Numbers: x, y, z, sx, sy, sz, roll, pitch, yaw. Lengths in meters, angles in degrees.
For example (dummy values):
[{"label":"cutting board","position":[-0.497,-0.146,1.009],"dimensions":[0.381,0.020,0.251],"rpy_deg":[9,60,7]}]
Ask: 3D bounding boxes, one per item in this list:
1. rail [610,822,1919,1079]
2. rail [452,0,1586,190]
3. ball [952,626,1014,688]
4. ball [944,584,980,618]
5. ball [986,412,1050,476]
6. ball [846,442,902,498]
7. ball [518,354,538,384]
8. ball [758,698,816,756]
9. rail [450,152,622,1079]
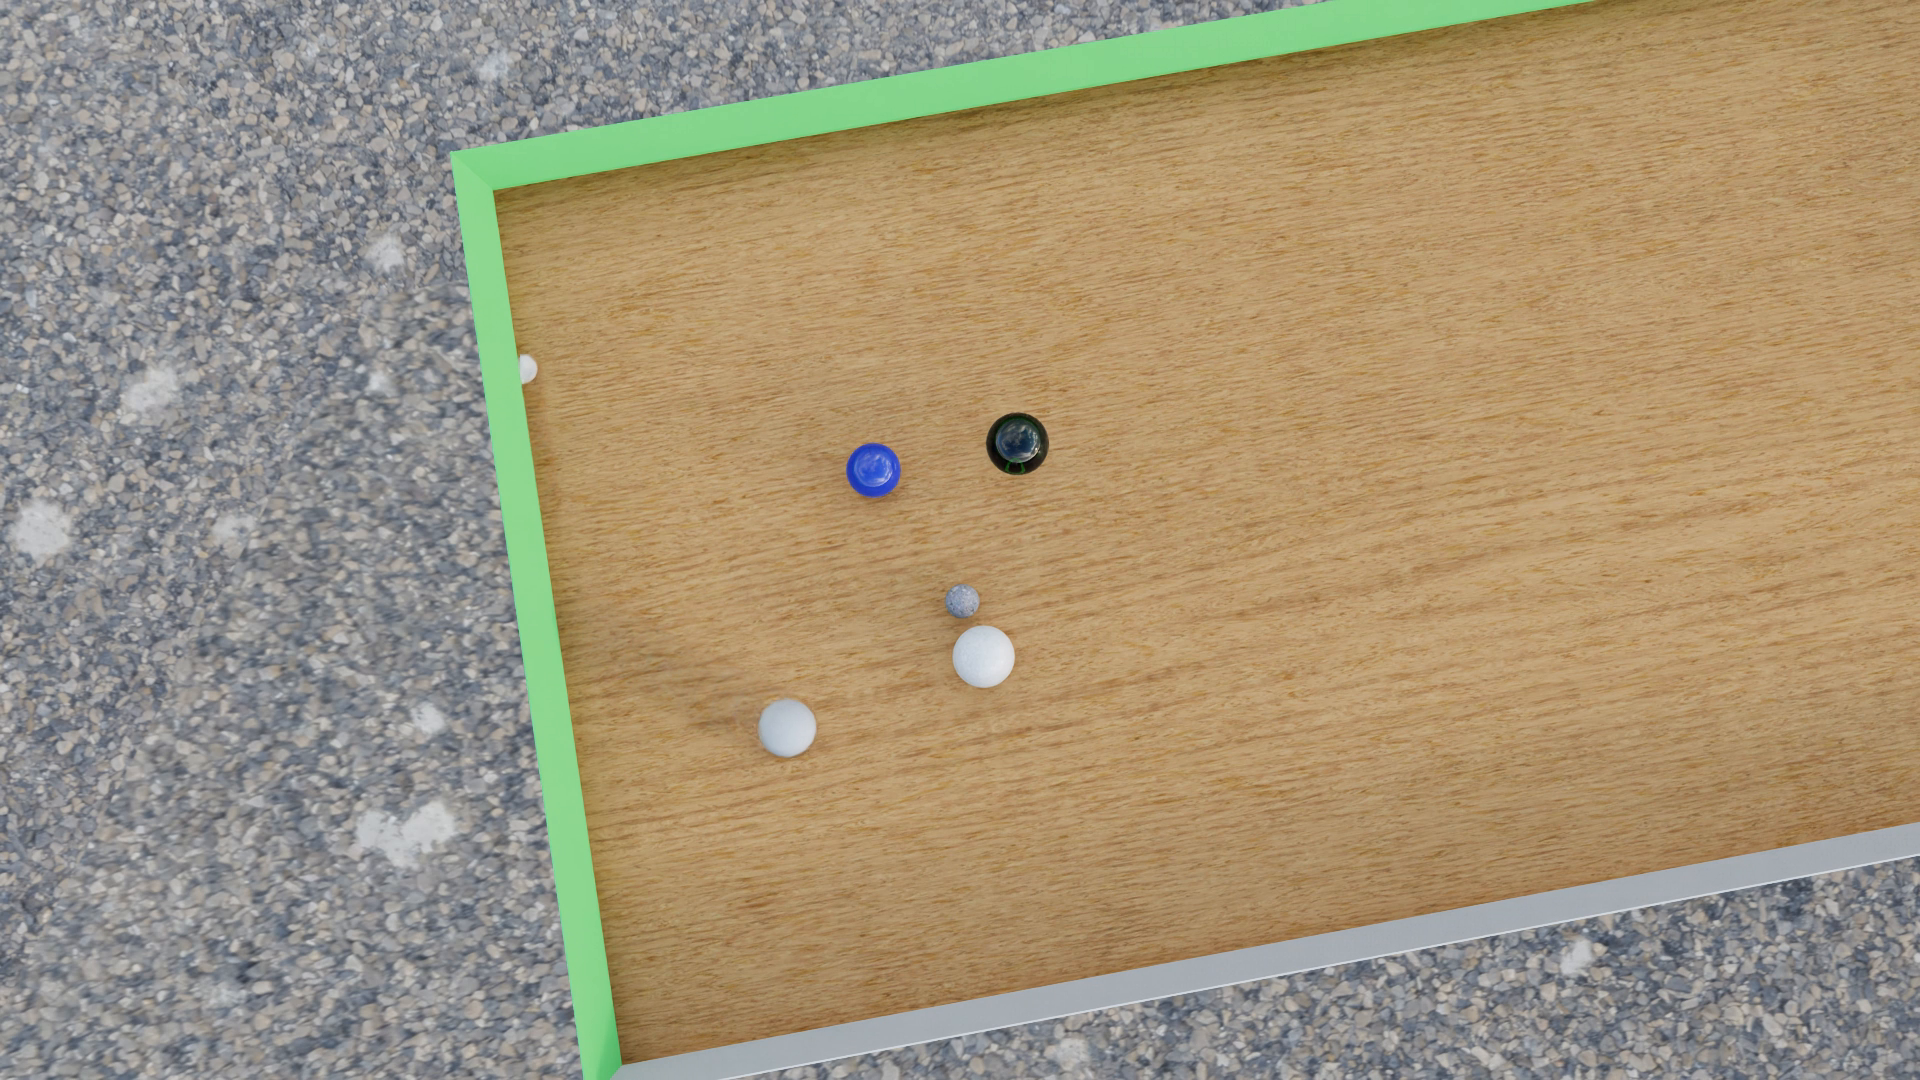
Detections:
[{"label":"rail","position":[0.770,0.543,3.161],"dimensions":[2.625,0.125,0.045],"rpy_deg":[-10,78,-2]},{"label":"rail","position":[0.521,-0.786,3.440],"dimensions":[2.625,0.125,0.045],"rpy_deg":[-10,78,-2]},{"label":"ball","position":[0.035,0.173,3.256],"dimensions":[0.093,0.093,0.093],"rpy_deg":[0,78,0]},{"label":"ball","position":[0.003,0.092,3.294],"dimensions":[0.052,0.052,0.052],"rpy_deg":[0,78,0]},{"label":"ball","position":[0.087,-0.145,3.321],"dimensions":[0.096,0.096,0.096],"rpy_deg":[0,78,0]},{"label":"ball","position":[-0.131,-0.105,3.319],"dimensions":[0.084,0.084,0.084],"rpy_deg":[0,78,0]},{"label":"ball","position":[-0.671,-0.262,3.373],"dimensions":[0.044,0.044,0.044],"rpy_deg":[0,78,0]},{"label":"ball","position":[-0.255,0.276,3.238],"dimensions":[0.086,0.086,0.086],"rpy_deg":[0,78,0]},{"label":"rail","position":[-0.622,0.106,3.253],"dimensions":[0.045,0.125,1.427],"rpy_deg":[-10,78,-2]}]
